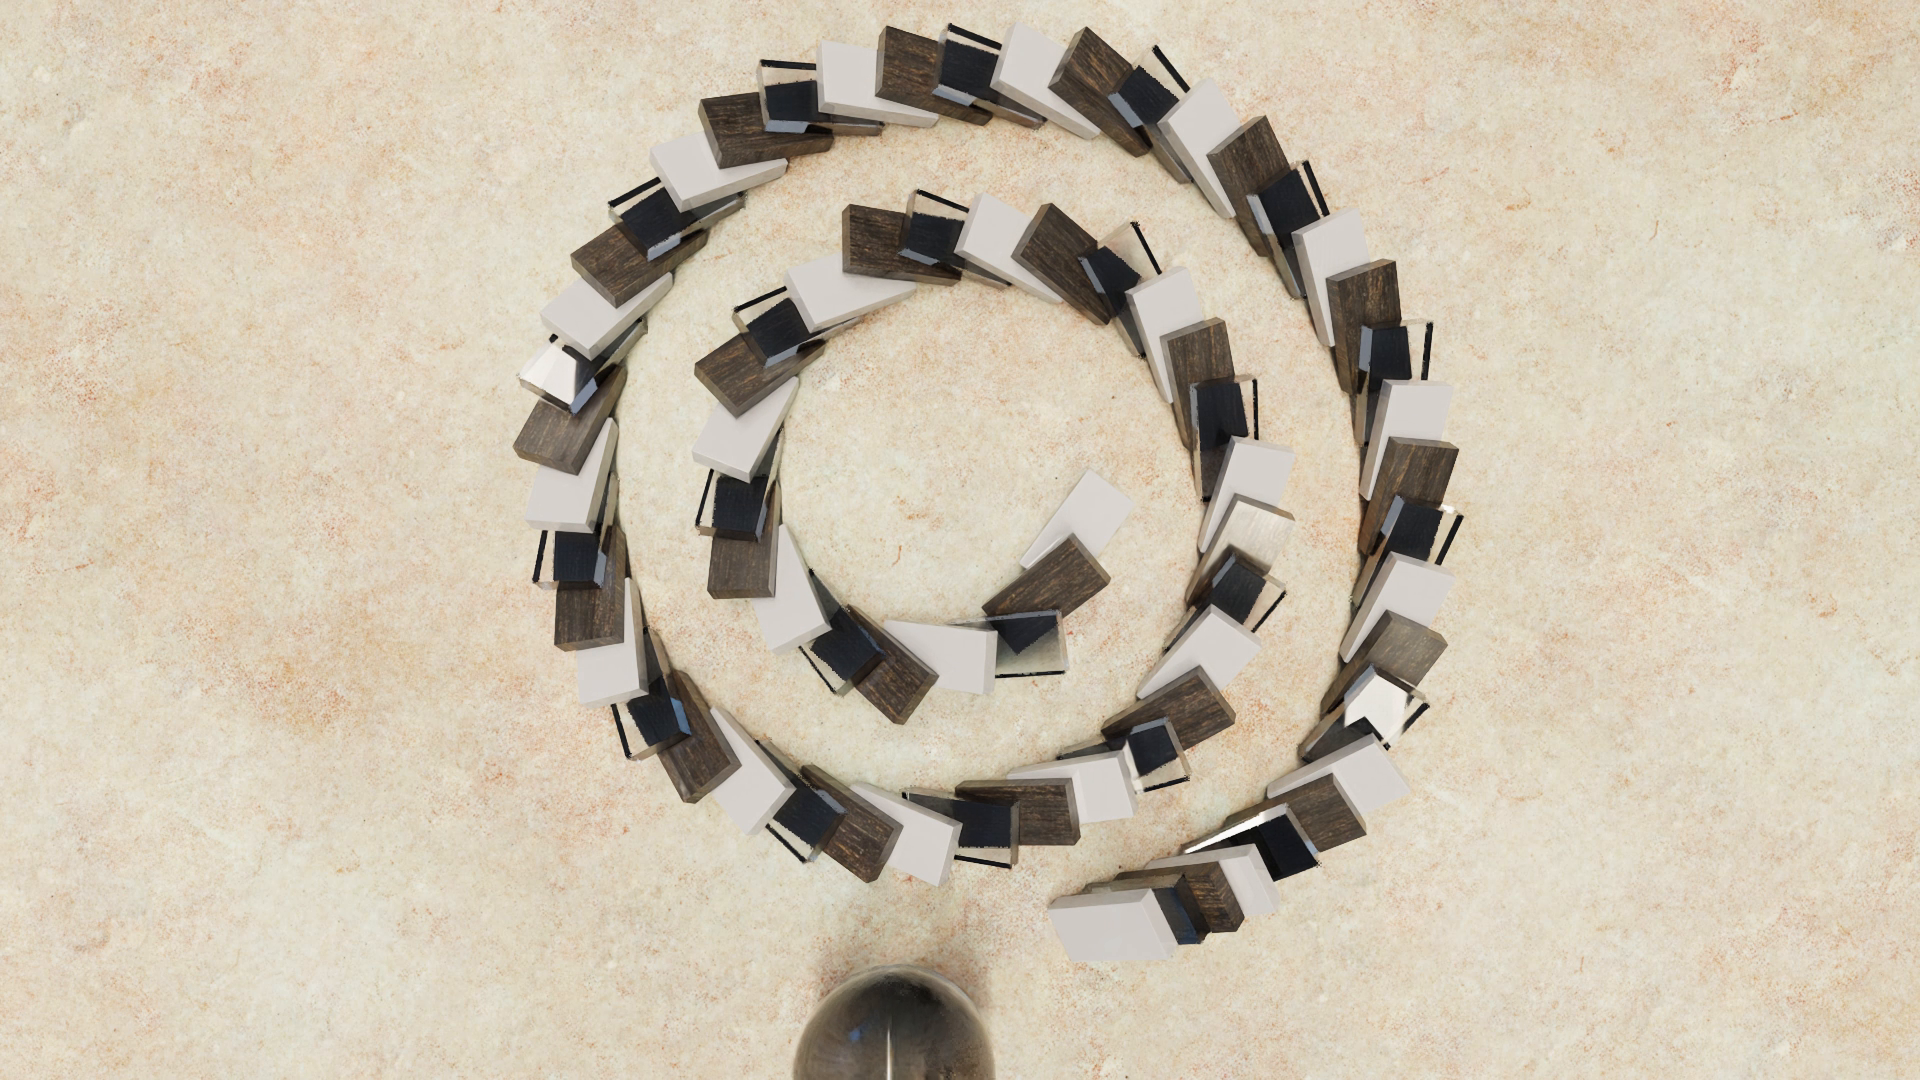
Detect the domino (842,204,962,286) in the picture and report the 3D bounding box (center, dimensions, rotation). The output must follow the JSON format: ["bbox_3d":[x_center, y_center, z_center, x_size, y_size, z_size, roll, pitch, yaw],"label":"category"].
[{"bbox_3d":[-0.024,-0.123,0.384,0.050,0.009,0.025,0,88,-27],"label":"domino"}]

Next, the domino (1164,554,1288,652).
[{"bbox_3d":[0.111,0.033,0.385,0.025,0.009,0.050,32,114,0],"label":"domino"}]

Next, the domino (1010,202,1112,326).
[{"bbox_3d":[0.048,-0.115,0.385,0.050,0.009,0.025,31,90,-25],"label":"domino"}]

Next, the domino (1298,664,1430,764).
[{"bbox_3d":[0.169,0.079,0.385,0.025,0.010,0.050,30,115,0],"label":"domino"}]

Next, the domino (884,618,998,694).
[{"bbox_3d":[-0.009,0.048,0.383,0.050,0.009,0.025,3,90,31],"label":"domino"}]

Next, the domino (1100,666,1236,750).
[{"bbox_3d":[0.087,0.077,0.385,0.050,0.010,0.025,-37,90,25],"label":"domino"}]

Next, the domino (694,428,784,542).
[{"bbox_3d":[-0.092,-0.025,0.385,0.025,0.009,0.050,7,64,1],"label":"domino"}]

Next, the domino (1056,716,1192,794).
[{"bbox_3d":[0.069,0.094,0.385,0.050,0.009,0.025,-23,90,25],"label":"domino"}]

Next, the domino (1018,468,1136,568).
[{"bbox_3d":[0.050,-0.003,0.395,0.025,0.010,0.050,37,90,0],"label":"domino"}]

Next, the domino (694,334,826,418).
[{"bbox_3d":[-0.083,-0.076,0.384,0.025,0.009,0.050,46,64,2],"label":"domino"}]

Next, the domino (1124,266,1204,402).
[{"bbox_3d":[0.090,-0.086,0.385,0.025,0.009,0.050,-26,115,0],"label":"domino"}]

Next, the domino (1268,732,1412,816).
[{"bbox_3d":[0.158,0.104,0.385,0.050,0.009,0.025,-37,90,25],"label":"domino"}]

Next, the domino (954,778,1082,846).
[{"bbox_3d":[0.024,0.114,0.385,0.050,0.009,0.025,-9,90,24],"label":"domino"}]

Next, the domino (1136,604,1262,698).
[{"bbox_3d":[0.100,0.054,0.385,0.025,0.009,0.050,35,115,0],"label":"domino"}]

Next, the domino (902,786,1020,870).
[{"bbox_3d":[0.000,0.120,0.385,0.050,0.009,0.025,1,90,25],"label":"domino"}]

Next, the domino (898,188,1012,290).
[{"bbox_3d":[0.000,-0.125,0.385,0.050,0.009,0.025,12,89,-26],"label":"domino"}]

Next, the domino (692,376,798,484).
[{"bbox_3d":[-0.090,-0.051,0.385,0.025,0.009,0.050,21,65,0],"label":"domino"}]

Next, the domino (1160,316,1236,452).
[{"bbox_3d":[0.102,-0.065,0.385,0.025,0.010,0.050,-19,115,0],"label":"domino"}]

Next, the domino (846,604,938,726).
[{"bbox_3d":[-0.035,0.052,0.384,0.050,0.009,0.025,37,92,27],"label":"domino"}]

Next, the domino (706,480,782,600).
[{"bbox_3d":[-0.090,0.000,0.384,0.025,0.010,0.050,-3,63,2],"label":"domino"}]

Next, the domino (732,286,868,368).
[{"bbox_3d":[-0.067,-0.094,0.385,0.050,0.010,0.025,-32,88,-26],"label":"domino"}]

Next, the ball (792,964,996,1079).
[{"bbox_3d":[-0.026,0.210,0.360,0.080,0.080,0.080,0,90,0],"label":"ball"}]

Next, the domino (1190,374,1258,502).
[{"bbox_3d":[0.112,-0.043,0.385,0.025,0.010,0.050,-10,115,0],"label":"domino"}]

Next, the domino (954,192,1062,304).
[{"bbox_3d":[0.025,-0.122,0.385,0.050,0.010,0.025,20,90,-26],"label":"domino"}]

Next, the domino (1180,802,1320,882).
[{"bbox_3d":[0.121,0.132,0.385,0.050,0.010,0.025,-33,90,25],"label":"domino"}]

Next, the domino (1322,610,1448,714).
[{"bbox_3d":[0.178,0.056,0.386,0.025,0.009,0.050,25,114,0],"label":"domino"}]

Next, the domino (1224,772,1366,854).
[{"bbox_3d":[0.140,0.120,0.385,0.050,0.009,0.025,-33,90,25],"label":"domino"}]

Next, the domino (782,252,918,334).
[{"bbox_3d":[-0.046,-0.108,0.385,0.050,0.009,0.025,-27,90,-25],"label":"domino"}]

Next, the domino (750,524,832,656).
[{"bbox_3d":[-0.075,0.021,0.385,0.025,0.010,0.050,-27,65,0],"label":"domino"}]

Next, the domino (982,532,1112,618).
[{"bbox_3d":[0.036,0.022,0.386,0.050,0.010,0.025,-40,90,23],"label":"domino"}]

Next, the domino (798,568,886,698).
[{"bbox_3d":[-0.056,0.039,0.385,0.025,0.010,0.050,-43,64,1],"label":"domino"}]

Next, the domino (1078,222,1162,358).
[{"bbox_3d":[0.073,-0.104,0.385,0.025,0.009,0.050,-36,115,0],"label":"domino"}]

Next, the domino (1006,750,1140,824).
[{"bbox_3d":[0.047,0.106,0.385,0.050,0.009,0.025,-16,90,25],"label":"domino"}]

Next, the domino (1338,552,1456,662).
[{"bbox_3d":[0.183,0.032,0.386,0.025,0.009,0.050,17,114,0],"label":"domino"}]

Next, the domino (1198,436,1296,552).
[{"bbox_3d":[0.120,-0.017,0.385,0.025,0.009,0.050,11,115,0],"label":"domino"}]

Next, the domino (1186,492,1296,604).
[{"bbox_3d":[0.117,0.008,0.385,0.025,0.010,0.050,20,115,0],"label":"domino"}]

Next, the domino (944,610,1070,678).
[{"bbox_3d":[0.019,0.045,0.386,0.050,0.010,0.025,-7,97,19],"label":"domino"}]
